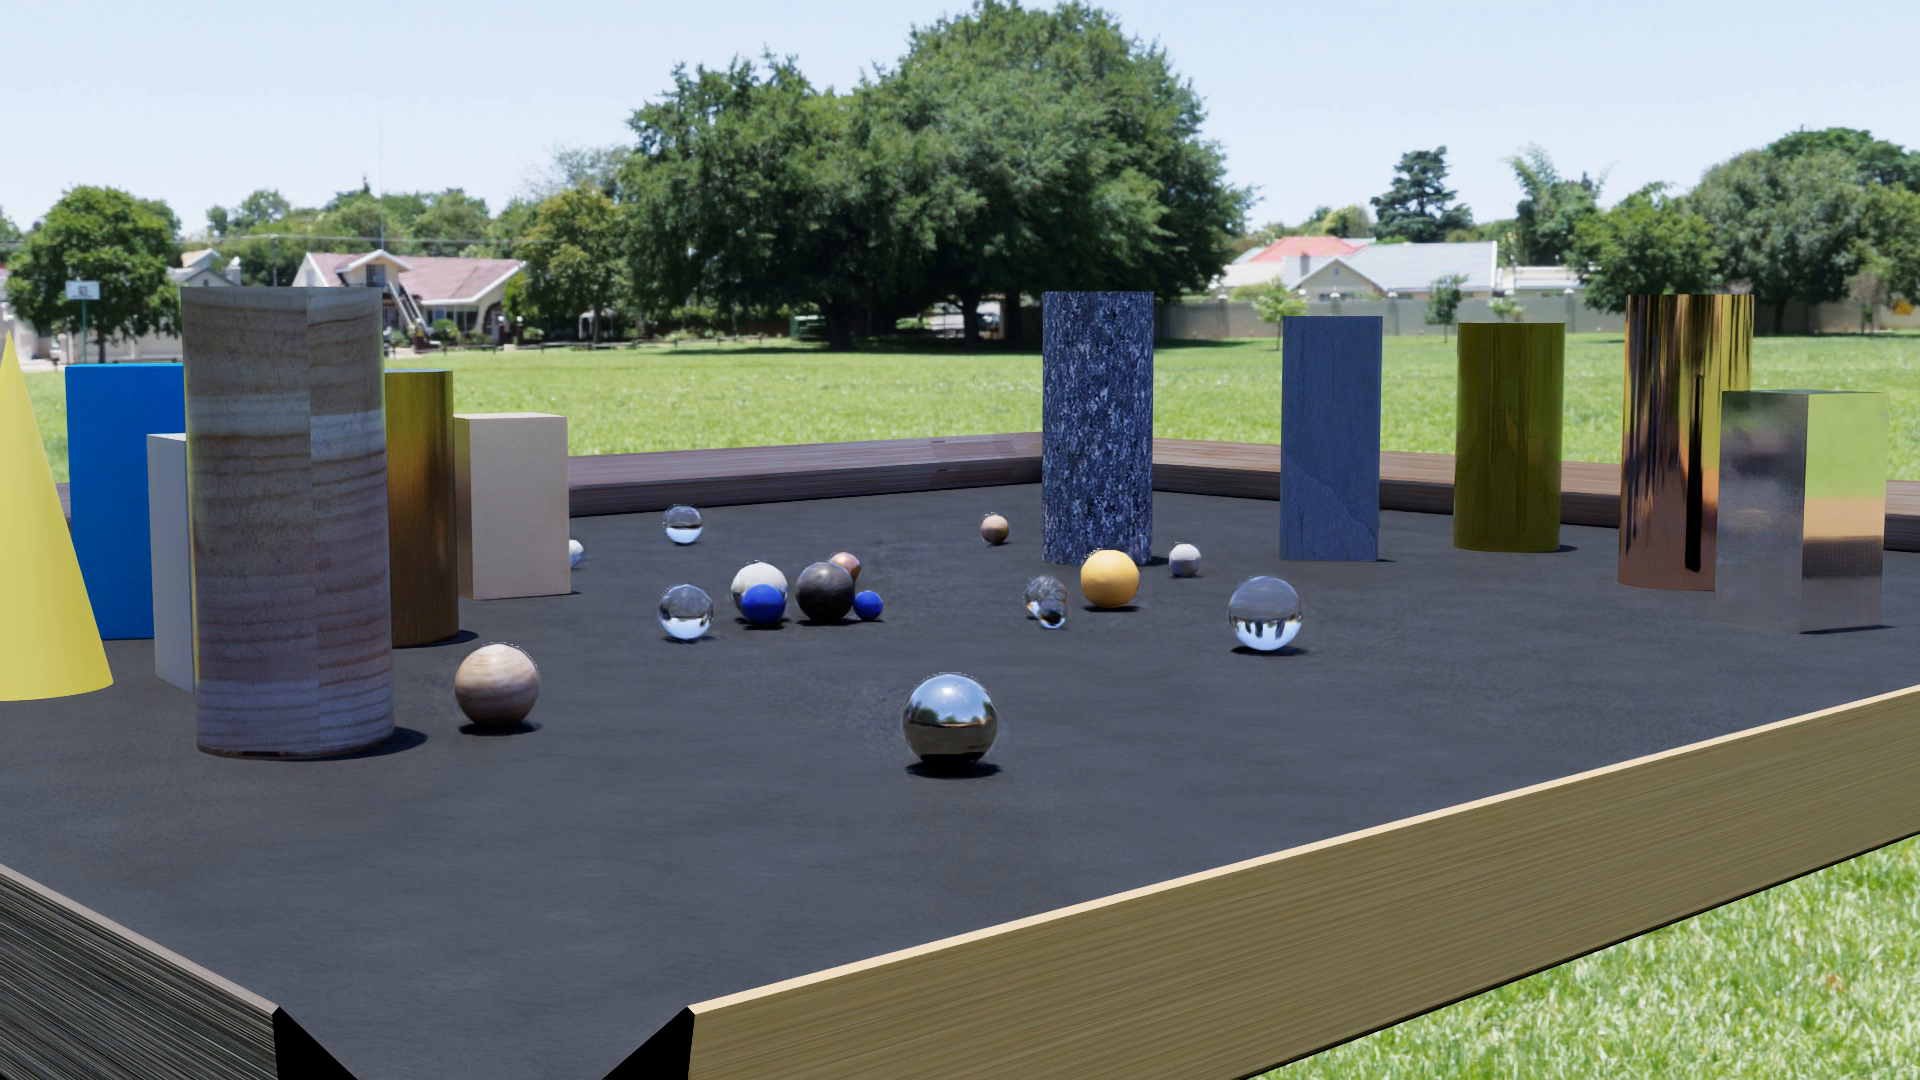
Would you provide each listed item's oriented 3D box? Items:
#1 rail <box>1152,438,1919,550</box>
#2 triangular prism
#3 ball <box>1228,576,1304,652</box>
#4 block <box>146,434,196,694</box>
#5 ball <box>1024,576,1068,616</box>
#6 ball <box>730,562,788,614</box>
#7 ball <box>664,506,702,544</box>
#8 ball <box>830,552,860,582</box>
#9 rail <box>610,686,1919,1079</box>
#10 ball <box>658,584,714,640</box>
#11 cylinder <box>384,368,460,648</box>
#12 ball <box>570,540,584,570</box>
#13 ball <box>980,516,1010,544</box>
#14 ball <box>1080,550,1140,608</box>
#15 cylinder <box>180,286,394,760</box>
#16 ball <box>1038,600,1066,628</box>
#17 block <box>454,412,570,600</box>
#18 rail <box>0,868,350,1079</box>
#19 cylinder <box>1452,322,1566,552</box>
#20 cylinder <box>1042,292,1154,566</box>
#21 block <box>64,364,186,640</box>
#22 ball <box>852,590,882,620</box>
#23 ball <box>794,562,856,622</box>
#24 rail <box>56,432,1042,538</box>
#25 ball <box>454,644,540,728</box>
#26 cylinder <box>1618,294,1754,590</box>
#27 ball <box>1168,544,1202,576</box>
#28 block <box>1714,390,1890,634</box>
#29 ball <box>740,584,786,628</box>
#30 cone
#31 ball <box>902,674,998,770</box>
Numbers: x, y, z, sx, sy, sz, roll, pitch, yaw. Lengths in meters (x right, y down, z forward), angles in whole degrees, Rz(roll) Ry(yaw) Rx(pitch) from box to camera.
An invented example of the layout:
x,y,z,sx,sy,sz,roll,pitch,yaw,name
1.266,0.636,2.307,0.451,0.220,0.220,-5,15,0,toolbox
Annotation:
x,y,z,sx,sy,sz,roll,pitch,yaw,name
1.317,-0.093,4.540,0.045,0.127,3.273,-5,8,-42,rail
0.666,-0.186,3.968,0.170,0.434,0.147,1,6,8,triangular prism
0.400,0.096,2.878,0.098,0.098,0.098,0,6,0,ball
-0.873,0.021,2.652,0.157,0.295,0.157,-4,7,-35,block
0.124,0.083,3.185,0.062,0.062,0.062,0,6,0,ball
-0.288,0.074,3.161,0.083,0.083,0.083,0,6,0,ball
-0.529,-0.030,4.206,0.073,0.073,0.073,0,6,0,ball
-0.188,0.047,3.561,0.054,0.054,0.054,0,6,0,ball
1.094,0.156,2.153,3.631,0.127,0.045,-5,8,-42,rail
-0.370,0.098,2.980,0.074,0.074,0.074,0,6,0,ball
-0.784,-0.048,2.981,0.196,0.363,0.196,0,6,0,cylinder
-0.674,0.025,3.789,0.051,0.051,0.051,0,6,0,ball
0.067,-0.020,4.199,0.055,0.055,0.055,0,6,0,ball
0.224,0.058,3.285,0.089,0.089,0.089,0,6,0,ball
-0.687,-0.024,2.256,0.196,0.467,0.196,0,6,0,cylinder
0.129,0.103,3.082,0.042,0.042,0.042,0,6,0,ball
-0.721,-0.057,3.478,0.157,0.279,0.157,-3,7,-30,block
-1.317,0.160,2.123,0.045,0.127,3.273,-5,8,-42,rail
1.030,-0.196,4.125,0.196,0.421,0.196,0,6,0,cylinder
0.244,-0.201,3.905,0.196,0.476,0.196,0,6,0,cylinder
-1.139,-0.058,3.048,0.157,0.369,0.157,-2,6,-15,block
-0.133,0.094,3.160,0.043,0.043,0.043,0,6,0,ball
-0.192,0.074,3.141,0.087,0.087,0.087,0,6,0,ball
-1.094,-0.090,4.511,3.631,0.127,0.045,-5,8,-42,rail
-0.494,0.156,2.347,0.089,0.089,0.089,0,6,0,ball
1.177,-0.162,3.570,0.196,0.469,0.196,0,6,0,cylinder
0.377,0.034,3.685,0.055,0.055,0.055,0,6,0,ball
1.192,-0.045,3.119,0.157,0.330,0.157,-3,7,-26,block
-0.277,0.092,3.092,0.062,0.062,0.062,0,6,0,ball
-1.109,-0.037,2.587,0.196,0.424,0.196,0,6,0,cone
-0.010,0.177,2.134,0.092,0.092,0.092,0,6,0,ball
